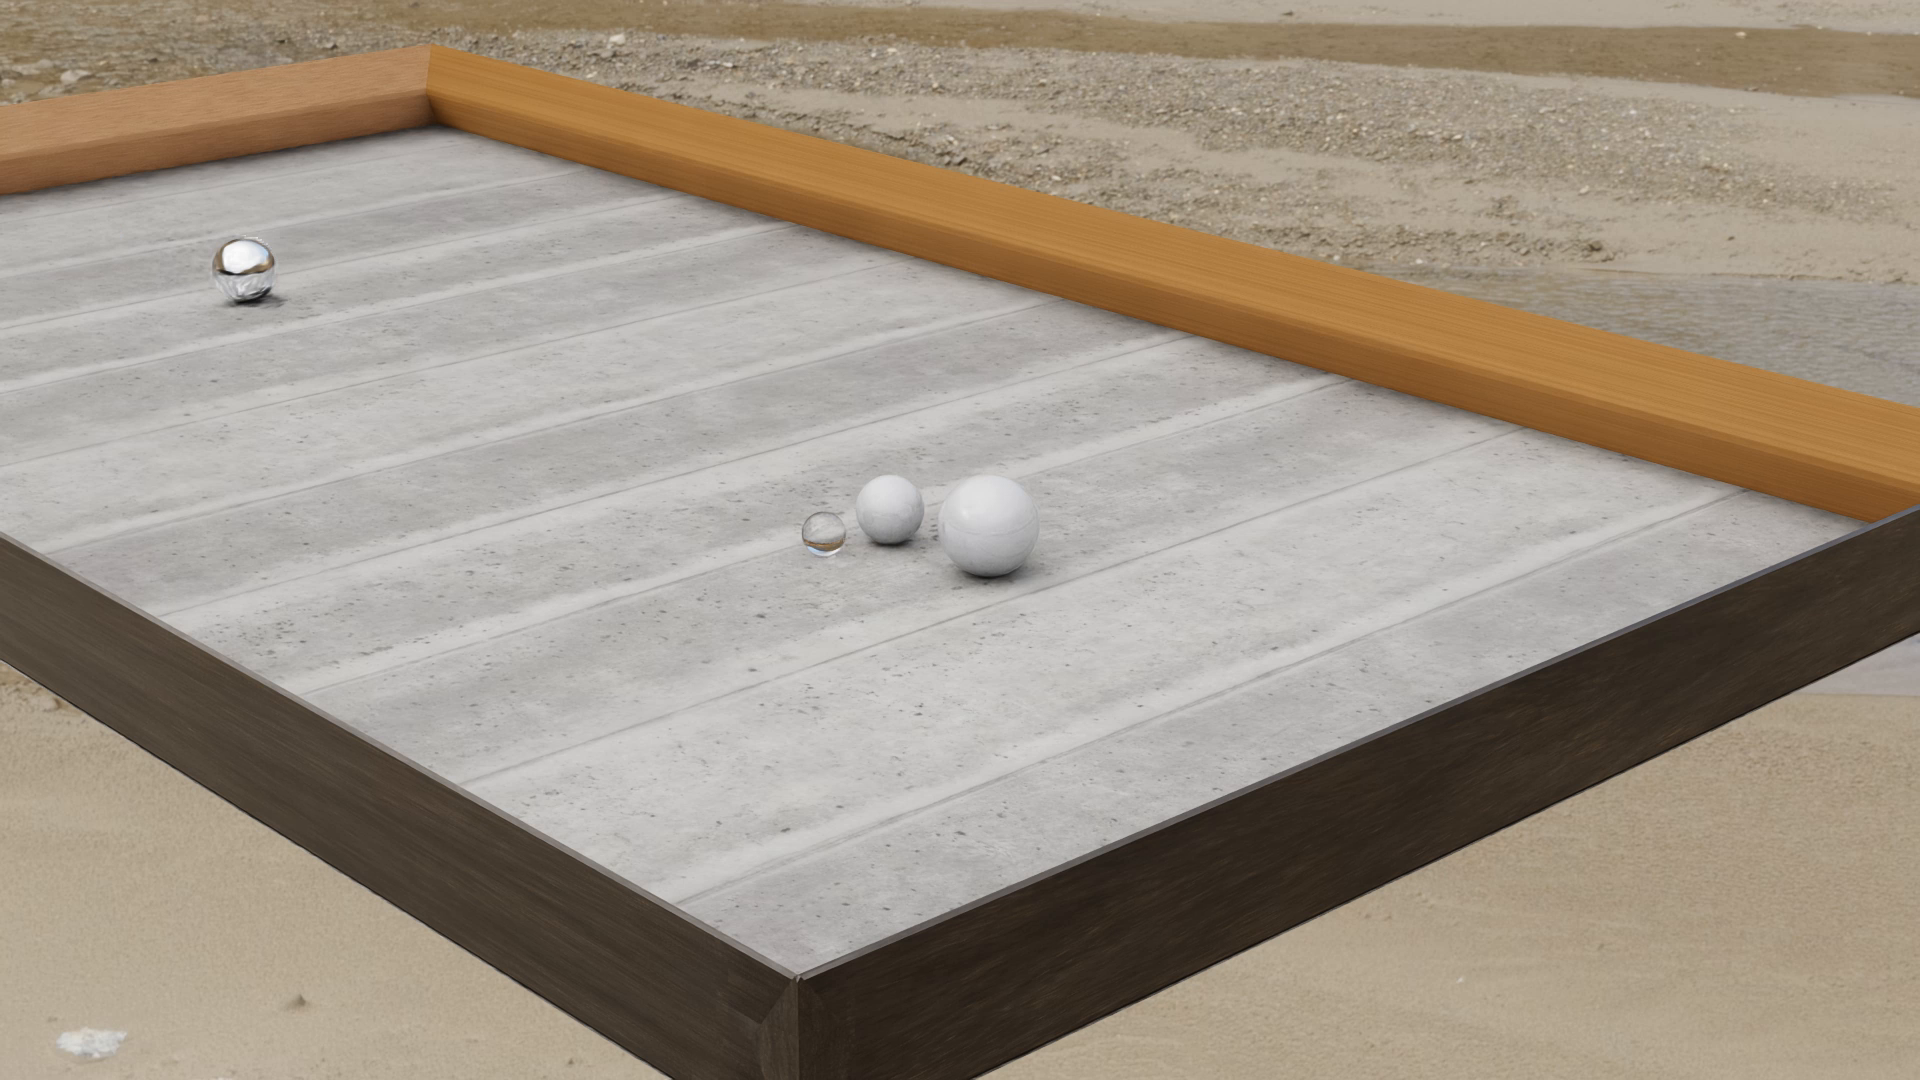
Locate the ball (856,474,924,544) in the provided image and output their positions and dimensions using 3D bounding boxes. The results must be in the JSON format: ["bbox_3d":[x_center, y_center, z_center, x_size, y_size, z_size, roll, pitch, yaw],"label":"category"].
[{"bbox_3d":[-0.068,-0.030,2.859,0.068,0.068,0.068,0,20,0],"label":"ball"}]

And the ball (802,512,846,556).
[{"bbox_3d":[-0.131,-0.006,2.830,0.043,0.043,0.043,0,20,0],"label":"ball"}]

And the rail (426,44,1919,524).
[{"bbox_3d":[0.081,-0.374,3.718,0.045,0.126,2.775,-17,26,-39],"label":"rail"}]

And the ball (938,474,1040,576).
[{"bbox_3d":[0.027,-0.014,2.772,0.097,0.097,0.097,0,20,0],"label":"ball"}]

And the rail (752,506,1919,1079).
[{"bbox_3d":[0.452,0.141,2.300,1.536,0.126,0.045,-17,26,-39],"label":"rail"}]

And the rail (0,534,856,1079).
[{"bbox_3d":[-1.018,-0.031,2.773,0.045,0.126,2.775,-17,26,-39],"label":"rail"}]

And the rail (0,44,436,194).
[{"bbox_3d":[-1.389,-0.546,4.191,1.536,0.126,0.045,-17,26,-39],"label":"rail"}]

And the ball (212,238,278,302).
[{"bbox_3d":[-0.898,-0.338,3.690,0.080,0.080,0.080,0,20,0],"label":"ball"}]
